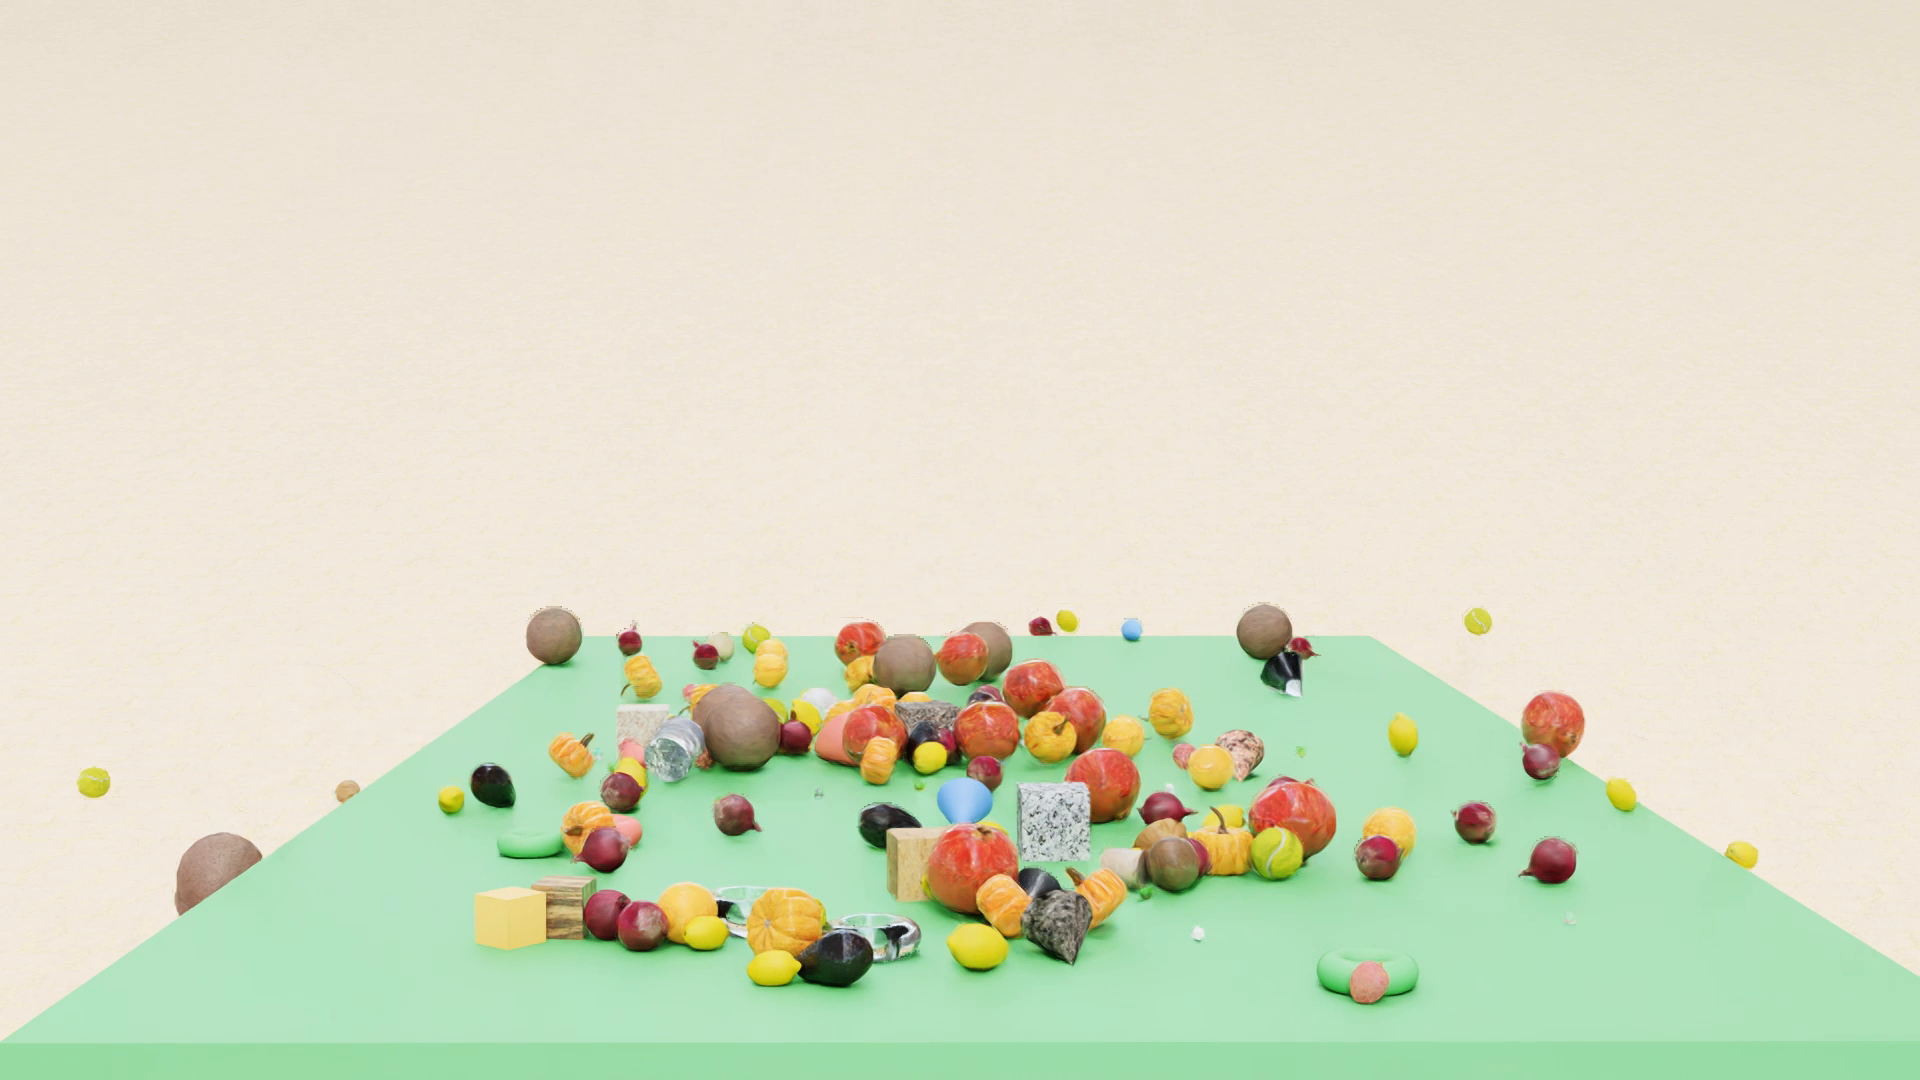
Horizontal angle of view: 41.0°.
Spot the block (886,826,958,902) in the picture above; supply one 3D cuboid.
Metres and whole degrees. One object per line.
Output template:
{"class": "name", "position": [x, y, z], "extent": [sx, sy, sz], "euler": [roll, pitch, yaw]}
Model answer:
{"class": "block", "position": [-0.048, 0.411, 3.263], "extent": [0.078, 0.078, 0.078], "euler": [-1, 4, -12]}

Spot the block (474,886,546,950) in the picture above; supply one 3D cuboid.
{"class": "block", "position": [-0.522, 0.439, 2.984], "extent": [0.058, 0.058, 0.058], "euler": [3, 5, 40]}

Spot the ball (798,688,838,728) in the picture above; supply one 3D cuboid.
{"class": "ball", "position": [-0.265, 0.314, 4.824], "extent": [0.075, 0.075, 0.075], "euler": [0, 20, 0]}

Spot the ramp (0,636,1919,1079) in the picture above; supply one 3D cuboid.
{"class": "ramp", "position": [0.047, 0.420, 4.534], "extent": [2.000, 0.100, 4.000], "euler": [0, 4, 0]}

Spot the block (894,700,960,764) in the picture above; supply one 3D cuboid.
{"class": "block", "position": [-0.058, 0.330, 4.421], "extent": [0.093, 0.093, 0.093], "euler": [-1, 4, -15]}

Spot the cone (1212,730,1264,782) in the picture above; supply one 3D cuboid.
{"class": "cone", "position": [0.457, 0.371, 4.200], "extent": [0.087, 0.087, 0.087], "euler": [1, 30, 3]}

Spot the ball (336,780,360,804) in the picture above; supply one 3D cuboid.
{"class": "ball", "position": [-1.387, 0.572, 5.819], "extent": [0.056, 0.056, 0.056], "euler": [0, 20, 0]}

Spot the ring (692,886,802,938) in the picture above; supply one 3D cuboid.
{"class": "ring", "position": [-0.254, 0.442, 3.057], "extent": [0.131, 0.044, 0.131], "euler": [1, 4, 0]}

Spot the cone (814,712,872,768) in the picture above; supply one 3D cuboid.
{"class": "cone", "position": [-0.177, 0.360, 4.341], "extent": [0.098, 0.098, 0.098], "euler": [-15, 39, -36]}

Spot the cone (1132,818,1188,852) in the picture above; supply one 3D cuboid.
{"class": "cone", "position": [0.281, 0.424, 3.389], "extent": [0.080, 0.080, 0.080], "euler": [-8, 33, -20]}

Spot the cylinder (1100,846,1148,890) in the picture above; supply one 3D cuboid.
{"class": "cylinder", "position": [0.212, 0.422, 3.299], "extent": [0.051, 0.051, 0.051], "euler": [2, 19, 23]}

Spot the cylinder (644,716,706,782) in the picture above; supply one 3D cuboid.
{"class": "cylinder", "position": [-0.464, 0.340, 4.176], "extent": [0.079, 0.079, 0.079], "euler": [5, 24, 13]}

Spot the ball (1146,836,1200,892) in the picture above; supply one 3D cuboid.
{"class": "ball", "position": [0.271, 0.414, 3.279], "extent": [0.070, 0.070, 0.070], "euler": [0, 20, 0]}

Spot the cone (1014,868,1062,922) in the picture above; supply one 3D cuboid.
{"class": "cone", "position": [0.083, 0.444, 3.124], "extent": [0.065, 0.065, 0.065], "euler": [9, 34, 23]}

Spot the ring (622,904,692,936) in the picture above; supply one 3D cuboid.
{"class": "ring", "position": [-0.360, 0.450, 3.045], "extent": [0.083, 0.028, 0.083], "euler": [-1, 4, 0]}

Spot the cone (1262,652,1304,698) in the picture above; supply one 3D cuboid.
{"class": "cone", "position": [0.687, 0.298, 5.307], "extent": [0.098, 0.098, 0.098], "euler": [-6, 32, -16]}

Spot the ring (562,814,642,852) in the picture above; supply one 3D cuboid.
{"class": "ring", "position": [-0.502, 0.410, 3.599], "extent": [0.114, 0.038, 0.114], "euler": [-1, 5, 0]}

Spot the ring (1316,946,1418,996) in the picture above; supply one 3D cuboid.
{"class": "ring", "position": [0.438, 0.464, 2.762], "extent": [0.109, 0.036, 0.109], "euler": [0, 5, 0]}

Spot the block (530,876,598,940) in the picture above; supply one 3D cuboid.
{"class": "block", "position": [-0.467, 0.434, 3.031], "extent": [0.062, 0.062, 0.062], "euler": [0, 4, 8]}

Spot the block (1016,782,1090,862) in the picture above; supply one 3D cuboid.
{"class": "block", "position": [0.128, 0.387, 3.528], "extent": [0.093, 0.093, 0.093], "euler": [0, 4, -3]}

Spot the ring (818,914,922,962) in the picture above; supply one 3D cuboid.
{"class": "ring", "position": [-0.103, 0.452, 2.919], "extent": [0.119, 0.040, 0.119], "euler": [-2, 3, 0]}

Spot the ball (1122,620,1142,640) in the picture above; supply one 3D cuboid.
{"class": "ball", "position": [0.429, 0.225, 6.404], "extent": [0.053, 0.053, 0.053], "euler": [0, 20, 0]}

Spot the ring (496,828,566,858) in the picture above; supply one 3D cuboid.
{"class": "ring", "position": [-0.591, 0.417, 3.541], "extent": [0.094, 0.031, 0.094], "euler": [1, 4, 0]}

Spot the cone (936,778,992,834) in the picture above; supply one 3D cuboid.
{"class": "cone", "position": [0.003, 0.402, 3.721], "extent": [0.083, 0.083, 0.083], "euler": [2, 30, 5]}

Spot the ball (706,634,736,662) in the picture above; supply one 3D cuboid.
{"class": "ball", "position": [-0.552, 0.249, 5.909], "extent": [0.068, 0.068, 0.068], "euler": [0, 20, 0]}

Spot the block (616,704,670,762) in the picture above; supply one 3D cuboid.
{"class": "block", "position": [-0.546, 0.333, 4.424], "extent": [0.088, 0.088, 0.088], "euler": [0, 4, -6]}
